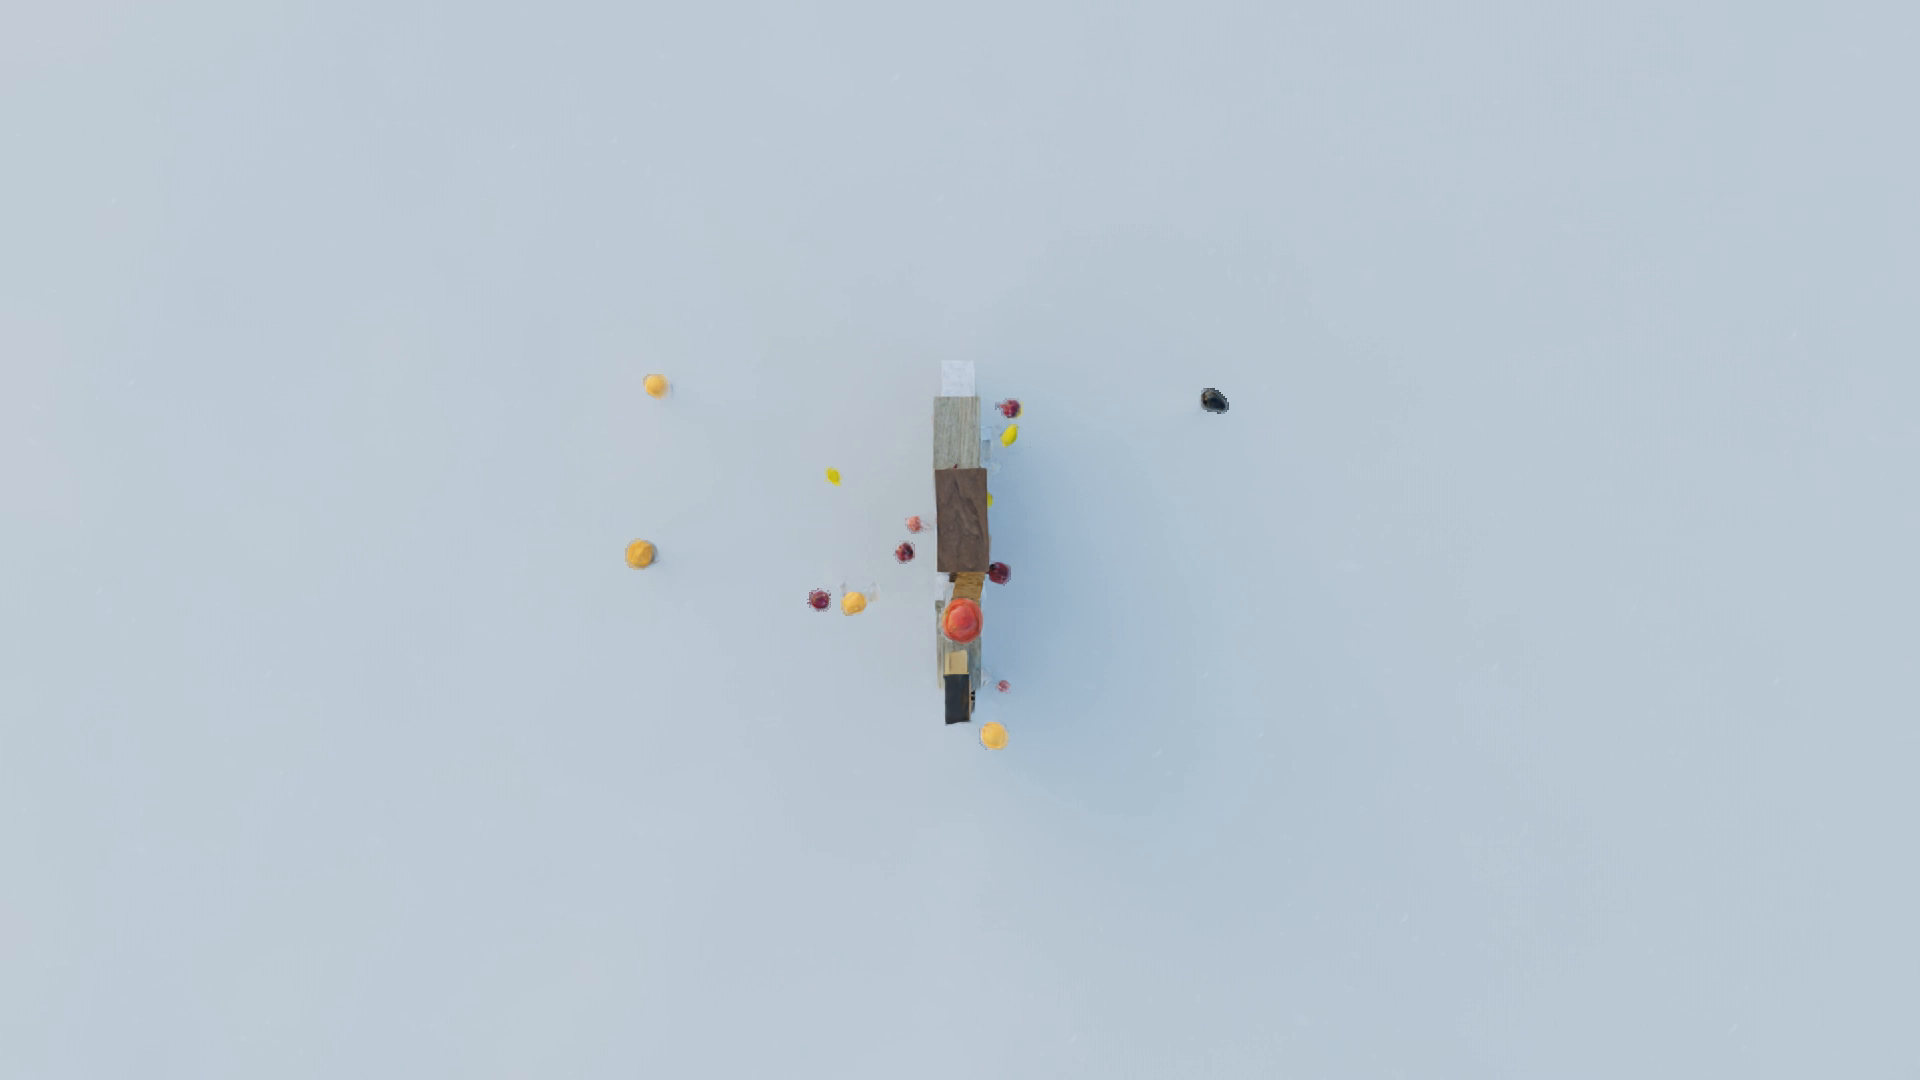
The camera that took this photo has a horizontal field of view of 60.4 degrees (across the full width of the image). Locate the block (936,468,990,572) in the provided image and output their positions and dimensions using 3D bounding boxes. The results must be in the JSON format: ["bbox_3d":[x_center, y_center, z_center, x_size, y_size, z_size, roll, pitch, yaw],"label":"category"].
[{"bbox_3d":[0.006,-0.051,4.364,0.136,0.039,0.272,-1,88,0],"label":"block"}]

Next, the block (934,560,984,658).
[{"bbox_3d":[-0.004,0.216,5.176,0.151,0.043,0.302,0,90,0],"label":"block"}]

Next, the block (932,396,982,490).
[{"bbox_3d":[-0.009,-0.264,4.515,0.128,0.036,0.256,1,89,3],"label":"block"}]

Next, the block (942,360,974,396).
[{"bbox_3d":[-0.006,-0.469,5.271,0.103,0.029,0.207,-1,94,0],"label":"block"}]

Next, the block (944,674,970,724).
[{"bbox_3d":[-0.008,0.438,4.550,0.067,0.019,0.133,-2,93,2],"label":"block"}]

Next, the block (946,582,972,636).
[{"bbox_3d":[-0.002,0.194,4.614,0.076,0.021,0.184,1,132,1],"label":"block"}]

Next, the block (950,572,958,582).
[{"bbox_3d":[0.008,0.115,4.580,0.076,0.151,0.021,8,55,0],"label":"block"}]

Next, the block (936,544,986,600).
[{"bbox_3d":[0.002,0.030,4.673,0.142,0.040,0.284,0,88,0],"label":"block"}]

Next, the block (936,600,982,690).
[{"bbox_3d":[-0.004,0.300,4.702,0.127,0.036,0.255,0,90,0],"label":"block"}]

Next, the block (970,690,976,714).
[{"bbox_3d":[0.005,0.464,5.304,0.091,0.026,0.183,0,90,0],"label":"block"}]

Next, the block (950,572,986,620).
[{"bbox_3d":[0.021,0.140,4.527,0.076,0.021,0.151,11,115,-1],"label":"block"}]

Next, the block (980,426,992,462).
[{"bbox_3d":[0.025,-0.274,4.661,0.128,0.256,0.036,5,79,3],"label":"block"}]

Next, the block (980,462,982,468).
[{"bbox_3d":[0.018,-0.217,4.797,0.088,0.025,0.176,6,83,2],"label":"block"}]

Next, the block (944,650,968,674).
[{"bbox_3d":[-0.010,0.356,4.620,0.067,0.133,0.019,-6,118,2],"label":"block"}]

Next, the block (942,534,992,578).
[{"bbox_3d":[0.011,0.039,4.517,0.136,0.272,0.039,8,71,0],"label":"block"}]

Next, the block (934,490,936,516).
[{"bbox_3d":[-0.009,-0.132,4.707,0.128,0.346,0.036,4,74,1],"label":"block"}]

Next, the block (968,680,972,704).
[{"bbox_3d":[-0.002,0.443,4.623,0.067,0.133,0.019,0,122,2],"label":"block"}]
